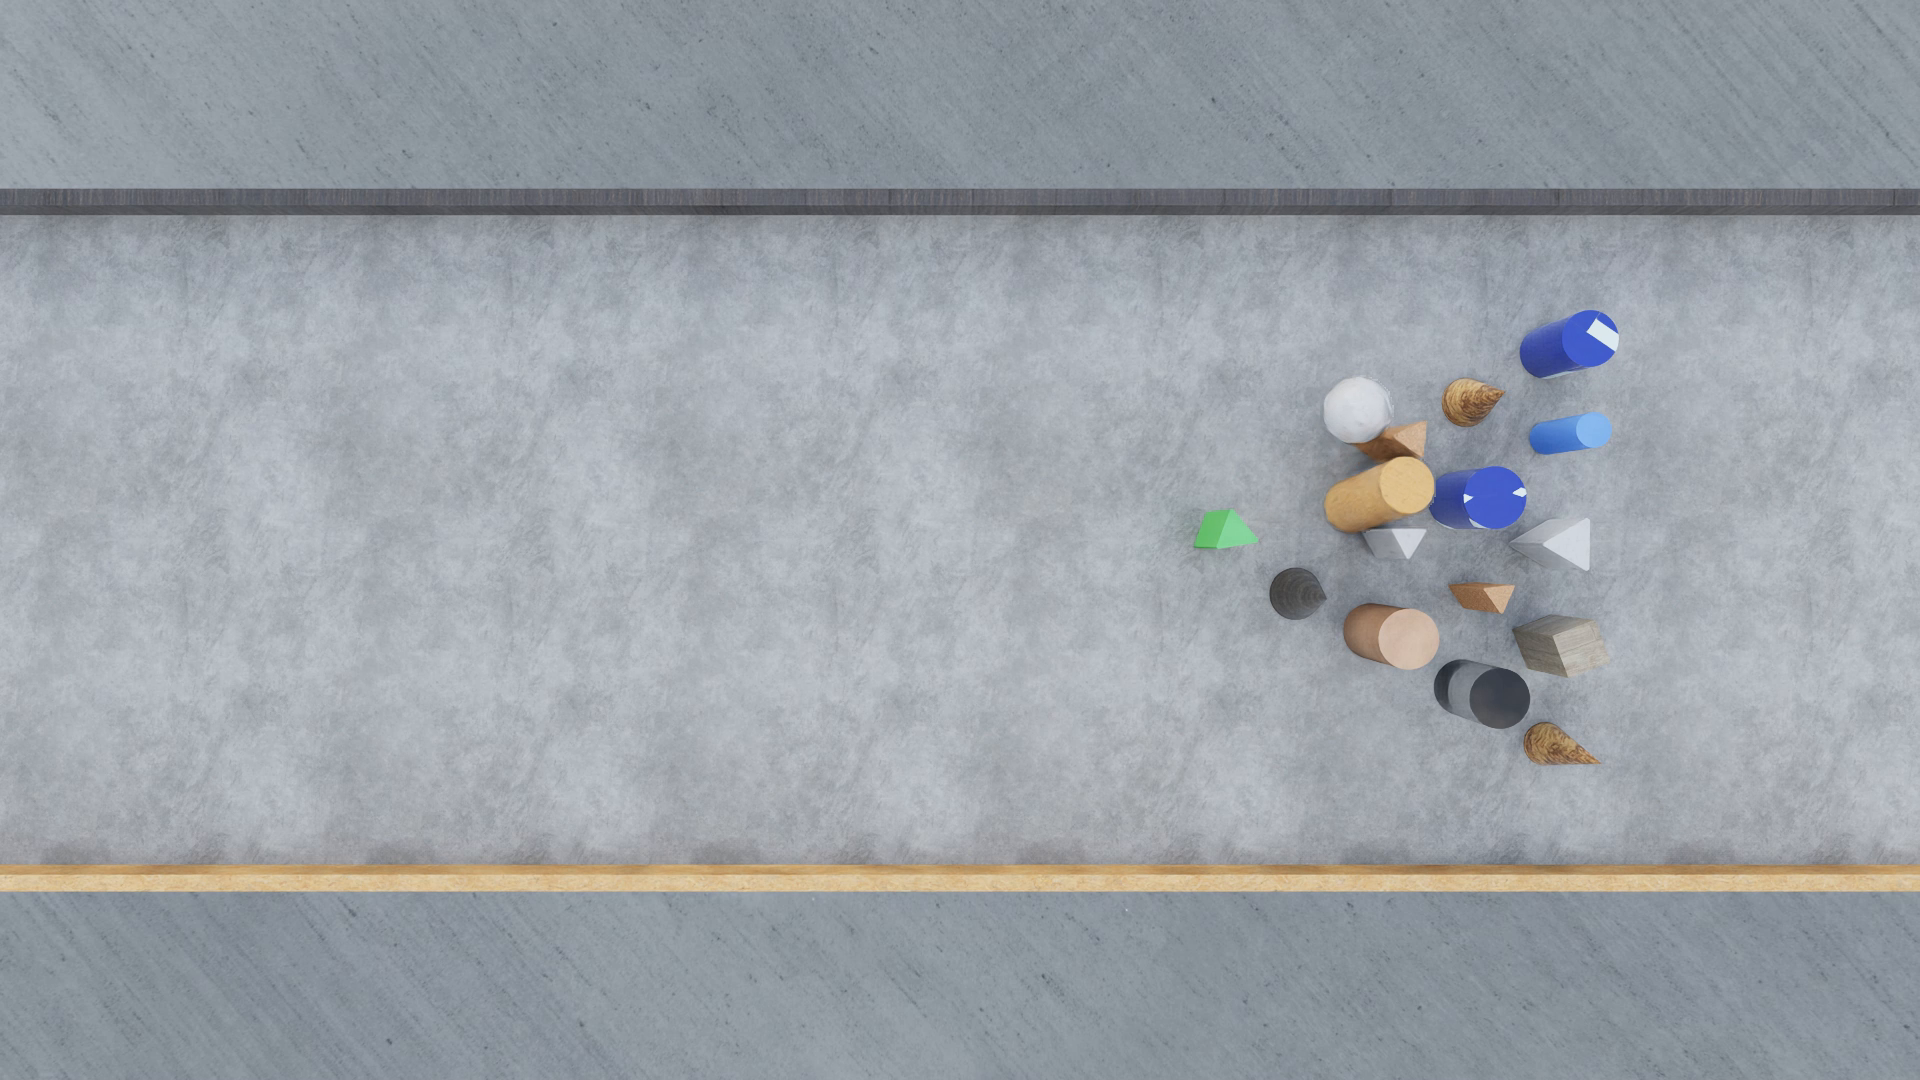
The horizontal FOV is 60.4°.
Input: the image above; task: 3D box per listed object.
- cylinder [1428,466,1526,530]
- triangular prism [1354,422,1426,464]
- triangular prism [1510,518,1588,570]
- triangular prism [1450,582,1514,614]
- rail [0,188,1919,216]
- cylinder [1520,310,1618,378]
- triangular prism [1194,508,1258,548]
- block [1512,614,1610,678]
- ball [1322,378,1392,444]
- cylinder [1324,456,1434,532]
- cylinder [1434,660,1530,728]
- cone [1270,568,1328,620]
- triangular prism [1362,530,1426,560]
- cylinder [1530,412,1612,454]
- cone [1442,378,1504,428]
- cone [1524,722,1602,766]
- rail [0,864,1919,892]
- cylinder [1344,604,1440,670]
[{"bbox_3d":[1.530,-0.121,4.895,0.179,0.362,0.179,0,90,0],"label":"cylinder"},{"bbox_3d":[1.283,-0.301,4.865,0.104,0.420,0.090,35,89,-2],"label":"triangular prism"},{"bbox_3d":[1.785,-0.006,4.924,0.151,0.306,0.130,30,90,0],"label":"triangular prism"},{"bbox_3d":[1.559,0.153,4.902,0.076,0.349,0.087,-36,90,0],"label":"triangular prism"},{"bbox_3d":[-2.247,-1.025,5.002,12.000,0.150,0.050,0,90,0],"label":"rail"},{"bbox_3d":[1.803,-0.577,4.897,0.163,0.358,0.163,0,90,0],"label":"cylinder"},{"bbox_3d":[0.770,-0.037,4.851,0.118,0.451,0.102,-10,90,0],"label":"triangular prism"},{"bbox_3d":[1.782,0.312,4.902,0.130,0.348,0.130,-21,90,0],"label":"block"},{"bbox_3d":[1.154,-0.376,4.795,0.194,0.194,0.194,0,90,0],"label":"ball"},{"bbox_3d":[1.230,-0.130,4.861,0.164,0.405,0.164,1,82,-10],"label":"cylinder"},{"bbox_3d":[1.545,0.454,4.899,0.174,0.356,0.174,0,90,0],"label":"cylinder"},{"bbox_3d":[1.033,0.166,4.859,0.162,0.435,0.162,0,90,0],"label":"cone"},{"bbox_3d":[1.272,-0.008,4.898,0.084,0.357,0.097,31,90,0],"label":"triangular prism"},{"bbox_3d":[1.804,-0.313,4.884,0.102,0.384,0.102,0,90,0],"label":"cylinder"},{"bbox_3d":[1.559,-0.424,4.893,0.152,0.367,0.152,0,90,0],"label":"cone"},{"bbox_3d":[1.801,0.627,4.850,0.134,0.453,0.134,0,90,0],"label":"cone"},{"bbox_3d":[-2.247,1.025,5.001,12.000,0.150,0.050,0,90,0],"label":"rail"},{"bbox_3d":[1.265,0.280,4.861,0.172,0.430,0.172,0,90,0],"label":"cylinder"}]
